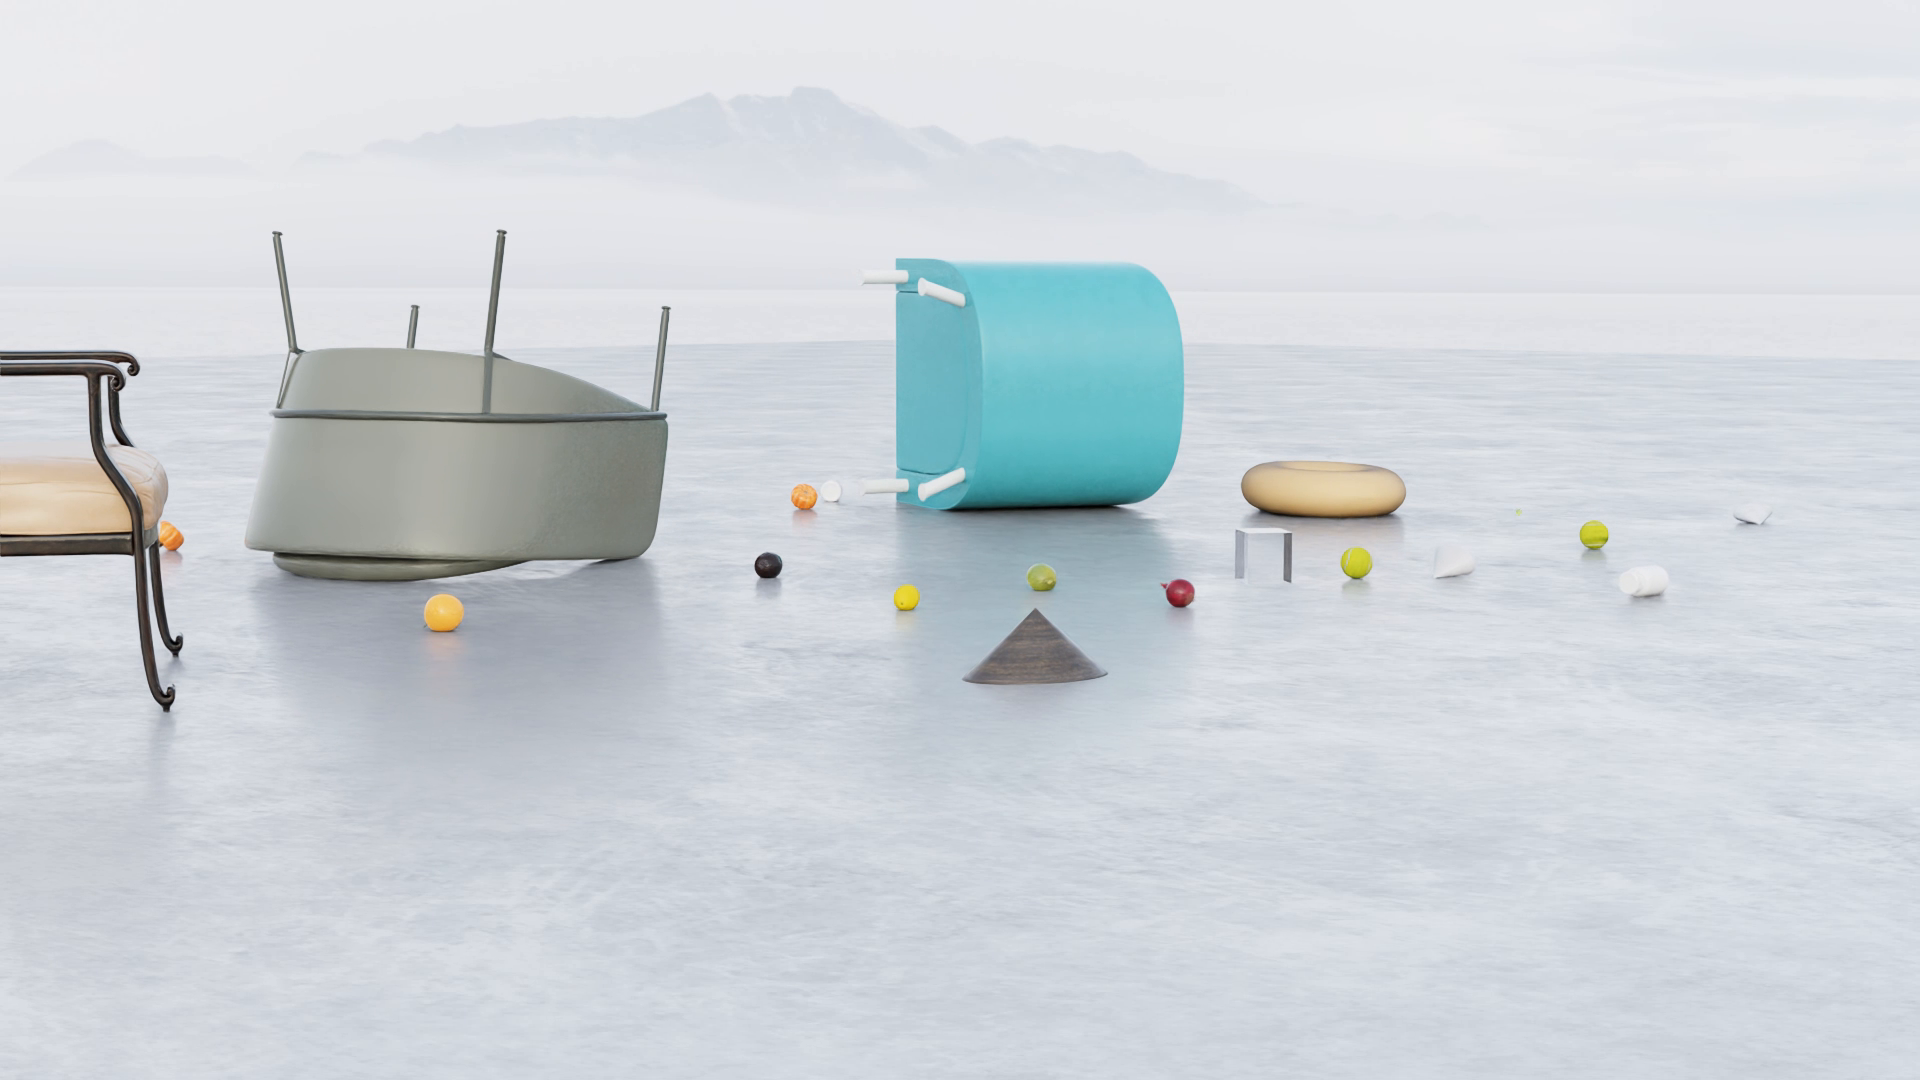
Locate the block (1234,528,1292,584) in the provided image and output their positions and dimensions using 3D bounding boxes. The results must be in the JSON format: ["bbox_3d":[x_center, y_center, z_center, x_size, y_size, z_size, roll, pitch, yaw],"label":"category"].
[{"bbox_3d":[0.655,0.035,5.540,0.097,0.110,0.101,-1,6,-9],"label":"block"}]

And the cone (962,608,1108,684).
[{"bbox_3d":[0.124,0.168,4.226,0.258,0.114,0.164,-3,6,-25],"label":"cone"}]

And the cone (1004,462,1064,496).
[{"bbox_3d":[0.212,-0.160,7.719,0.181,0.098,0.112,-15,-37,14],"label":"cone"}]

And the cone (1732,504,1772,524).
[{"bbox_3d":[2.123,-0.057,6.837,0.107,0.058,0.065,-4,30,0],"label":"cone"}]

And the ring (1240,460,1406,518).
[{"bbox_3d":[1.015,-0.143,7.180,0.443,0.129,0.514,-1,7,-20],"label":"ring"}]

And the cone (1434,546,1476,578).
[{"bbox_3d":[1.061,0.064,5.625,0.107,0.072,0.087,15,37,40],"label":"cone"}]
